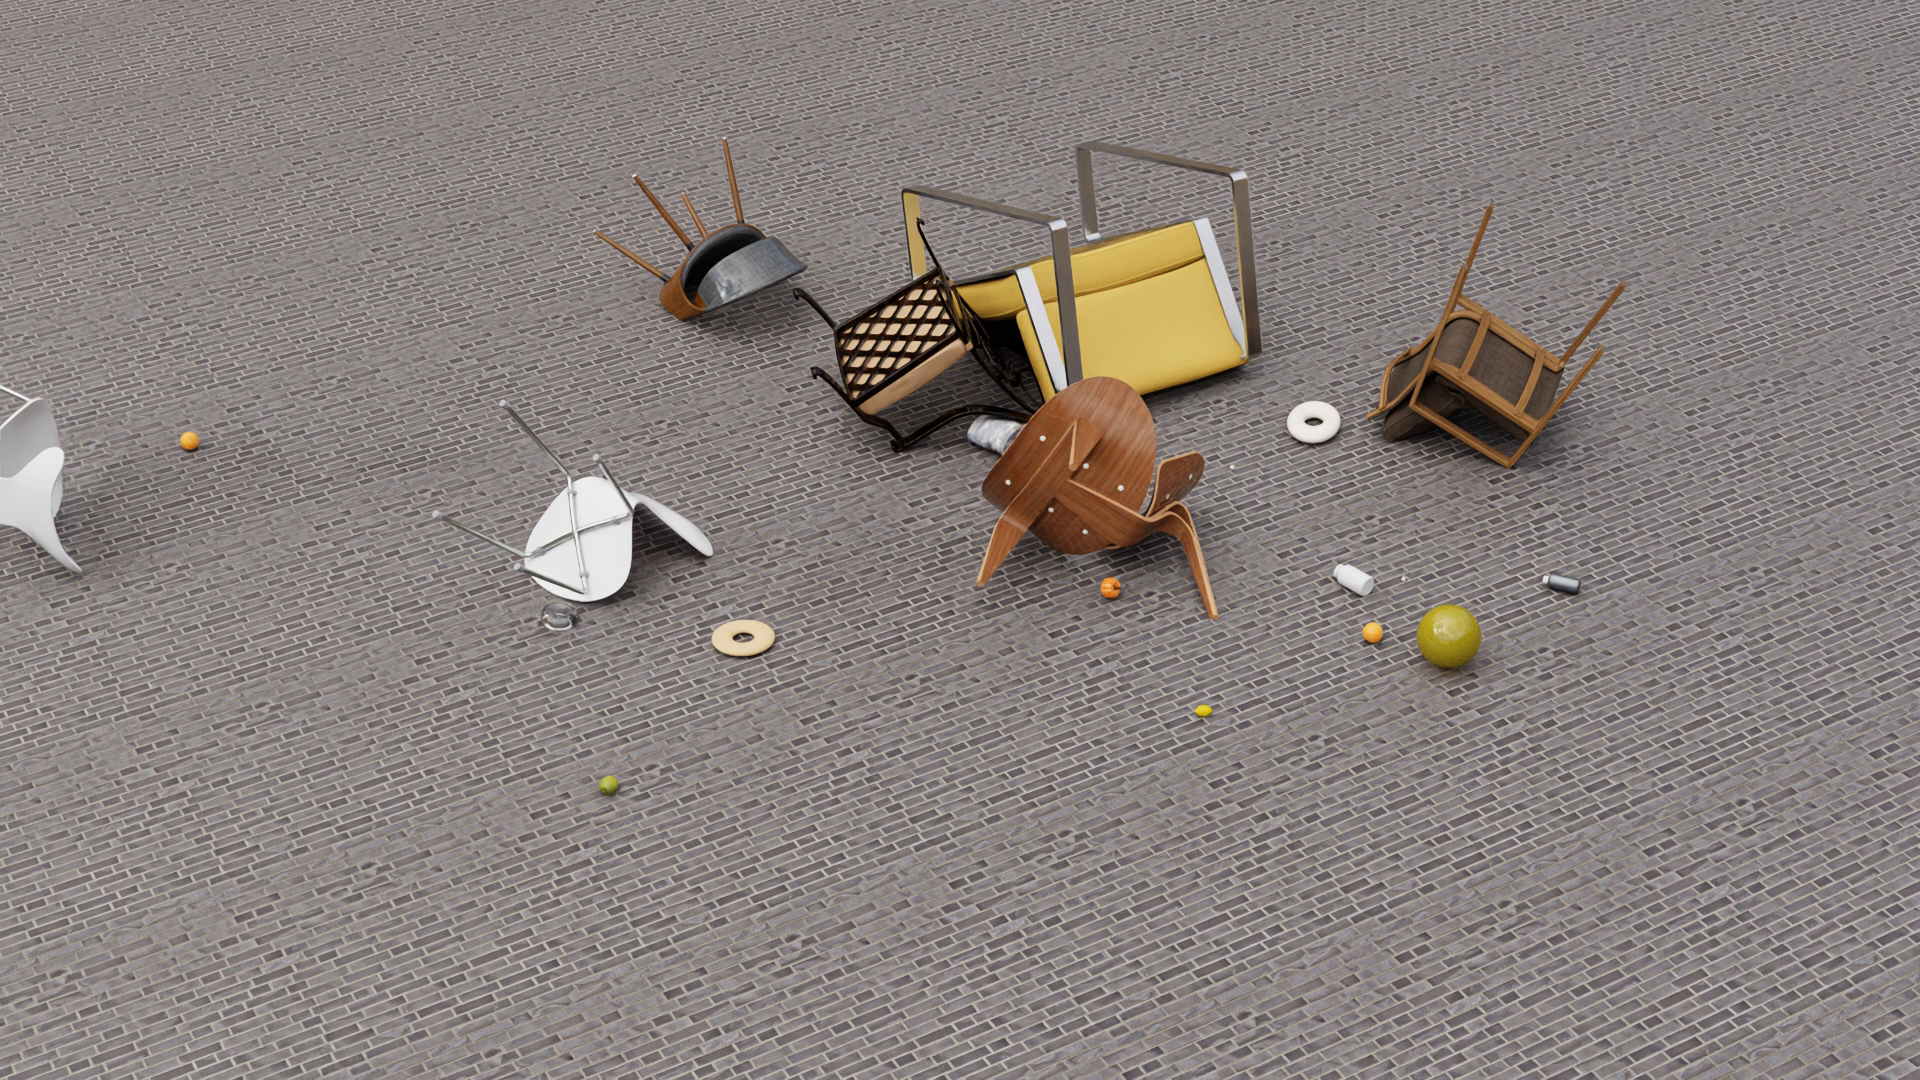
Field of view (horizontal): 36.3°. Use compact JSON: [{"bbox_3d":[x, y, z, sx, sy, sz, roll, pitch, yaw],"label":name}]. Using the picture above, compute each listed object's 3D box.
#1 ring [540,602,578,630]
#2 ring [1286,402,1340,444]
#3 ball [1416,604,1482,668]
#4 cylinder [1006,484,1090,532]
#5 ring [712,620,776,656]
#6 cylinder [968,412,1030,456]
[{"bbox_3d":[-1.433,0.271,10.488,0.133,0.050,0.150,-15,35,-22],"label":"ring"},{"bbox_3d":[1.400,-0.467,11.603,0.211,0.056,0.298,7,34,12],"label":"ring"},{"bbox_3d":[1.706,0.336,10.229,0.225,0.225,0.225,0,33,0],"label":"ball"},{"bbox_3d":[0.331,-0.120,11.007,0.279,0.129,0.145,11,54,16],"label":"cylinder"},{"bbox_3d":[-0.767,0.347,10.389,0.227,0.032,0.216,-8,34,-12],"label":"ring"},{"bbox_3d":[0.153,-0.413,11.470,0.180,0.111,0.172,21,43,33],"label":"cylinder"}]
